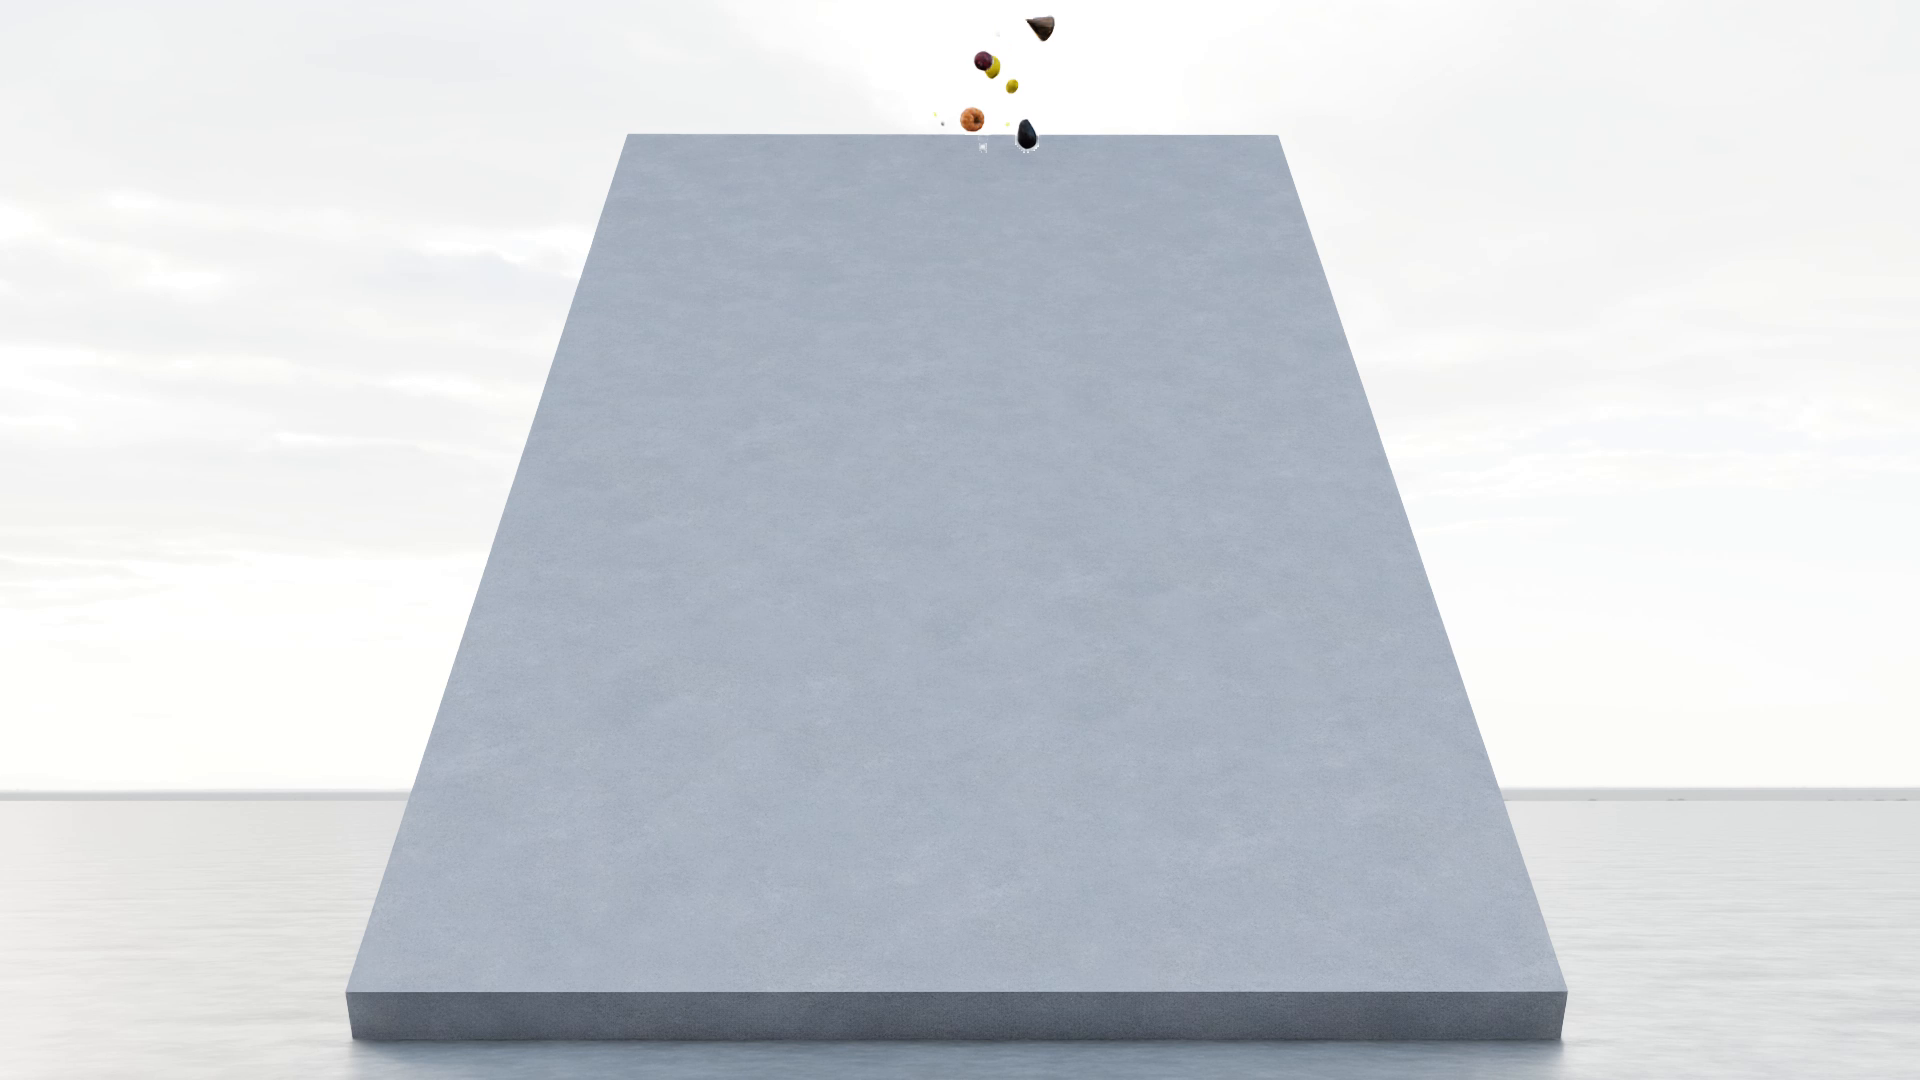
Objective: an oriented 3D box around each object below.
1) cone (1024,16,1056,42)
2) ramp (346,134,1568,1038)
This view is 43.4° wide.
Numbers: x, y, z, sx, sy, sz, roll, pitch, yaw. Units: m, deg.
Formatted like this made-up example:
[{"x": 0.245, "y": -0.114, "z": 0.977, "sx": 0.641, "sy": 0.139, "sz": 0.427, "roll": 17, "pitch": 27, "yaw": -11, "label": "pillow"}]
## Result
[{"x": 0.230, "y": -1.578, "z": 7.375, "sx": 0.086, "sy": 0.086, "sz": 0.086, "roll": 15, "pitch": -14, "yaw": -36, "label": "cone"}, {"x": -0.013, "y": -0.211, "z": 5.705, "sx": 2.000, "sy": 0.100, "sz": 4.000, "roll": 0, "pitch": 30, "yaw": 0, "label": "ramp"}]
